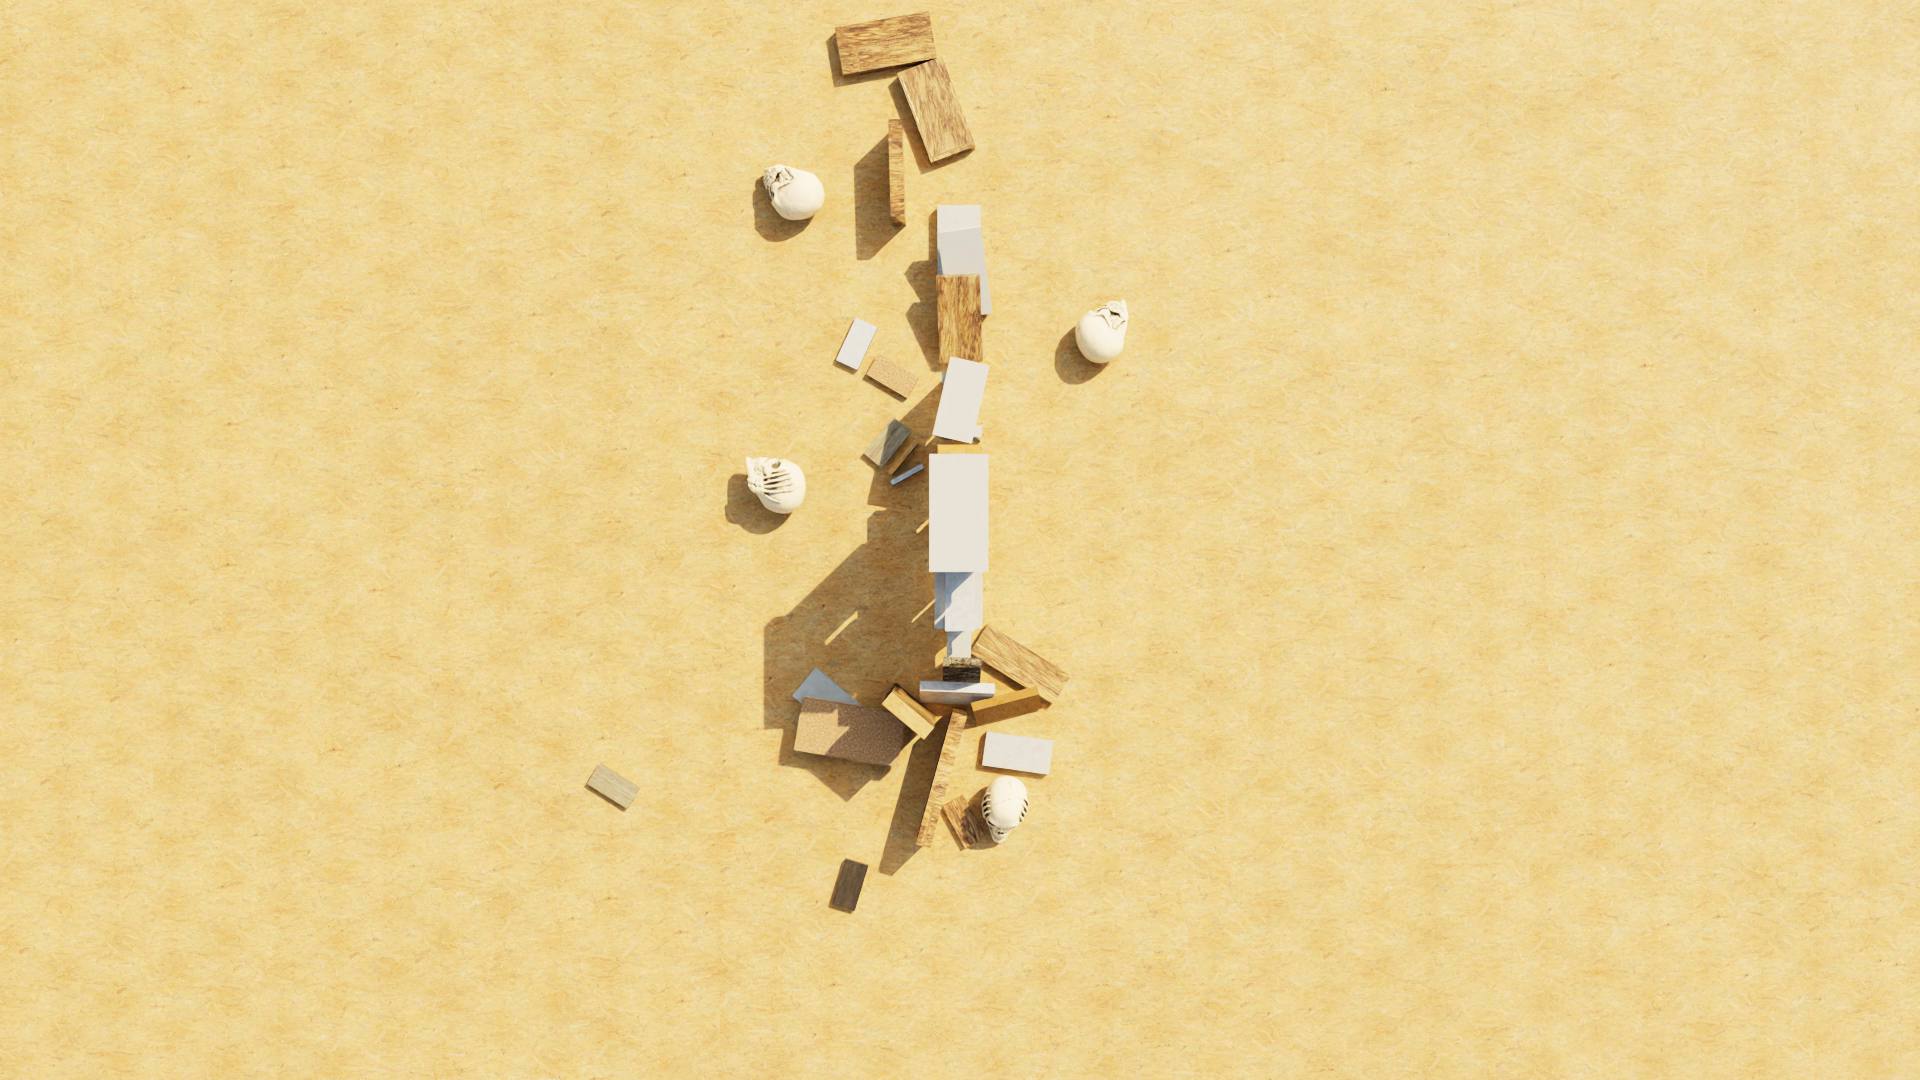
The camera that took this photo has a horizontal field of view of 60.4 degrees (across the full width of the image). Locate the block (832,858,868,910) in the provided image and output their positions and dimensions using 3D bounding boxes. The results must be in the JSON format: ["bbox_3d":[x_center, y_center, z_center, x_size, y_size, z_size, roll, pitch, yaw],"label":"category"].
[{"bbox_3d":[-0.364,1.146,5.489,0.079,0.022,0.158,17,90,0],"label":"block"}]

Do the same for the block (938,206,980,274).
[{"bbox_3d":[-0.003,-0.965,5.480,0.143,0.040,0.285,0,90,0],"label":"block"}]

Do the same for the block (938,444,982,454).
[{"bbox_3d":[-0.002,-0.163,5.208,0.136,0.039,0.273,0,90,0],"label":"block"}]

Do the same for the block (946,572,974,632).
[{"bbox_3d":[0.000,0.185,4.968,0.089,0.025,0.177,0,90,0],"label":"block"}]

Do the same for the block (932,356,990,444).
[{"bbox_3d":[0.003,-0.442,5.228,0.127,0.036,0.254,13,90,0],"label":"block"}]

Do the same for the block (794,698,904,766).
[{"bbox_3d":[-0.361,0.632,5.441,0.345,0.049,0.172,9,90,0],"label":"block"}]

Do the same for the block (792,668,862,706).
[{"bbox_3d":[-0.424,0.547,5.483,0.244,0.035,0.122,39,90,0],"label":"block"}]

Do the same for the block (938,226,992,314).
[{"bbox_3d":[0.017,-0.879,5.417,0.143,0.040,0.285,-7,110,3],"label":"block"}]

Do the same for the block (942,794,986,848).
[{"bbox_3d":[0.014,0.935,5.489,0.079,0.022,0.158,-29,90,0],"label":"block"}]

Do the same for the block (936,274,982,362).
[{"bbox_3d":[-0.001,-0.729,5.430,0.143,0.040,0.285,-2,111,1],"label":"block"}]

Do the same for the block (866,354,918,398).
[{"bbox_3d":[-0.224,-0.545,5.489,0.157,0.022,0.078,30,90,0],"label":"block"}]

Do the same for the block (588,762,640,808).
[{"bbox_3d":[-1.151,0.818,5.489,0.158,0.022,0.079,32,90,0],"label":"block"}]

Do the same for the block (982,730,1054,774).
[{"bbox_3d":[0.192,0.707,5.484,0.223,0.032,0.112,8,90,0],"label":"block"}]

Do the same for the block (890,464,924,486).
[{"bbox_3d":[-0.175,-0.216,5.471,0.117,0.059,0.017,-29,90,0],"label":"block"}]

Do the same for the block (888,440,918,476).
[{"bbox_3d":[-0.187,-0.273,5.471,0.017,0.059,0.139,40,90,0],"label":"block"}]

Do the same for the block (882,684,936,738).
[{"bbox_3d":[-0.163,0.549,5.328,0.172,0.345,0.049,40,90,0],"label":"block"}]

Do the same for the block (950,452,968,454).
[{"bbox_3d":[-0.004,-0.248,5.132,0.059,0.117,0.017,0,114,0],"label":"block"}]

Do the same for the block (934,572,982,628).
[{"bbox_3d":[-0.005,0.128,5.180,0.149,0.042,0.299,0,90,0],"label":"block"}]

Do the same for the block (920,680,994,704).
[{"bbox_3d":[-0.010,0.505,5.437,0.244,0.122,0.035,2,65,0],"label":"block"}]

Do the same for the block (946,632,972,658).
[{"bbox_3d":[-0.003,0.318,5.336,0.077,0.022,0.155,1,89,0],"label":"block"}]

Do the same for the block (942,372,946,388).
[{"bbox_3d":[0.006,-0.516,5.373,0.127,0.254,0.036,0,90,0],"label":"block"}]

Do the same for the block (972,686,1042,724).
[{"bbox_3d":[0.155,0.547,5.444,0.223,0.112,0.032,-14,59,0],"label":"block"}]

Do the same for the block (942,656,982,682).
[{"bbox_3d":[0.005,0.442,5.382,0.122,0.244,0.035,2,65,0],"label":"block"}]

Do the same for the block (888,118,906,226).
[{"bbox_3d":[-0.206,-1.206,5.421,0.045,0.158,0.316,-2,90,0],"label":"block"}]

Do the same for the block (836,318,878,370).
[{"bbox_3d":[-0.343,-0.652,5.489,0.078,0.022,0.157,25,90,0],"label":"block"}]

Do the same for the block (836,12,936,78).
[{"bbox_3d":[-0.245,-1.645,5.478,0.316,0.045,0.158,-10,90,0],"label":"block"}]

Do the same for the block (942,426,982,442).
[{"bbox_3d":[0.006,-0.349,5.373,0.127,0.254,0.036,3,90,0],"label":"block"}]

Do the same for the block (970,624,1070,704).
[{"bbox_3d":[0.201,0.412,5.484,0.325,0.032,0.112,32,90,0],"label":"block"}]

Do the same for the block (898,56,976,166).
[{"bbox_3d":[-0.078,-1.424,5.478,0.158,0.045,0.316,-21,90,0],"label":"block"}]

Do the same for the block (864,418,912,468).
[{"bbox_3d":[-0.240,-0.324,5.489,0.078,0.022,0.157,39,90,0],"label":"block"}]

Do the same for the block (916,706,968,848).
[{"bbox_3d":[-0.060,0.775,5.414,0.049,0.172,0.443,15,90,0],"label":"block"}]

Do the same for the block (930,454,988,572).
[{"bbox_3d":[-0.004,-0.078,4.794,0.171,0.048,0.341,0,90,0],"label":"block"}]
